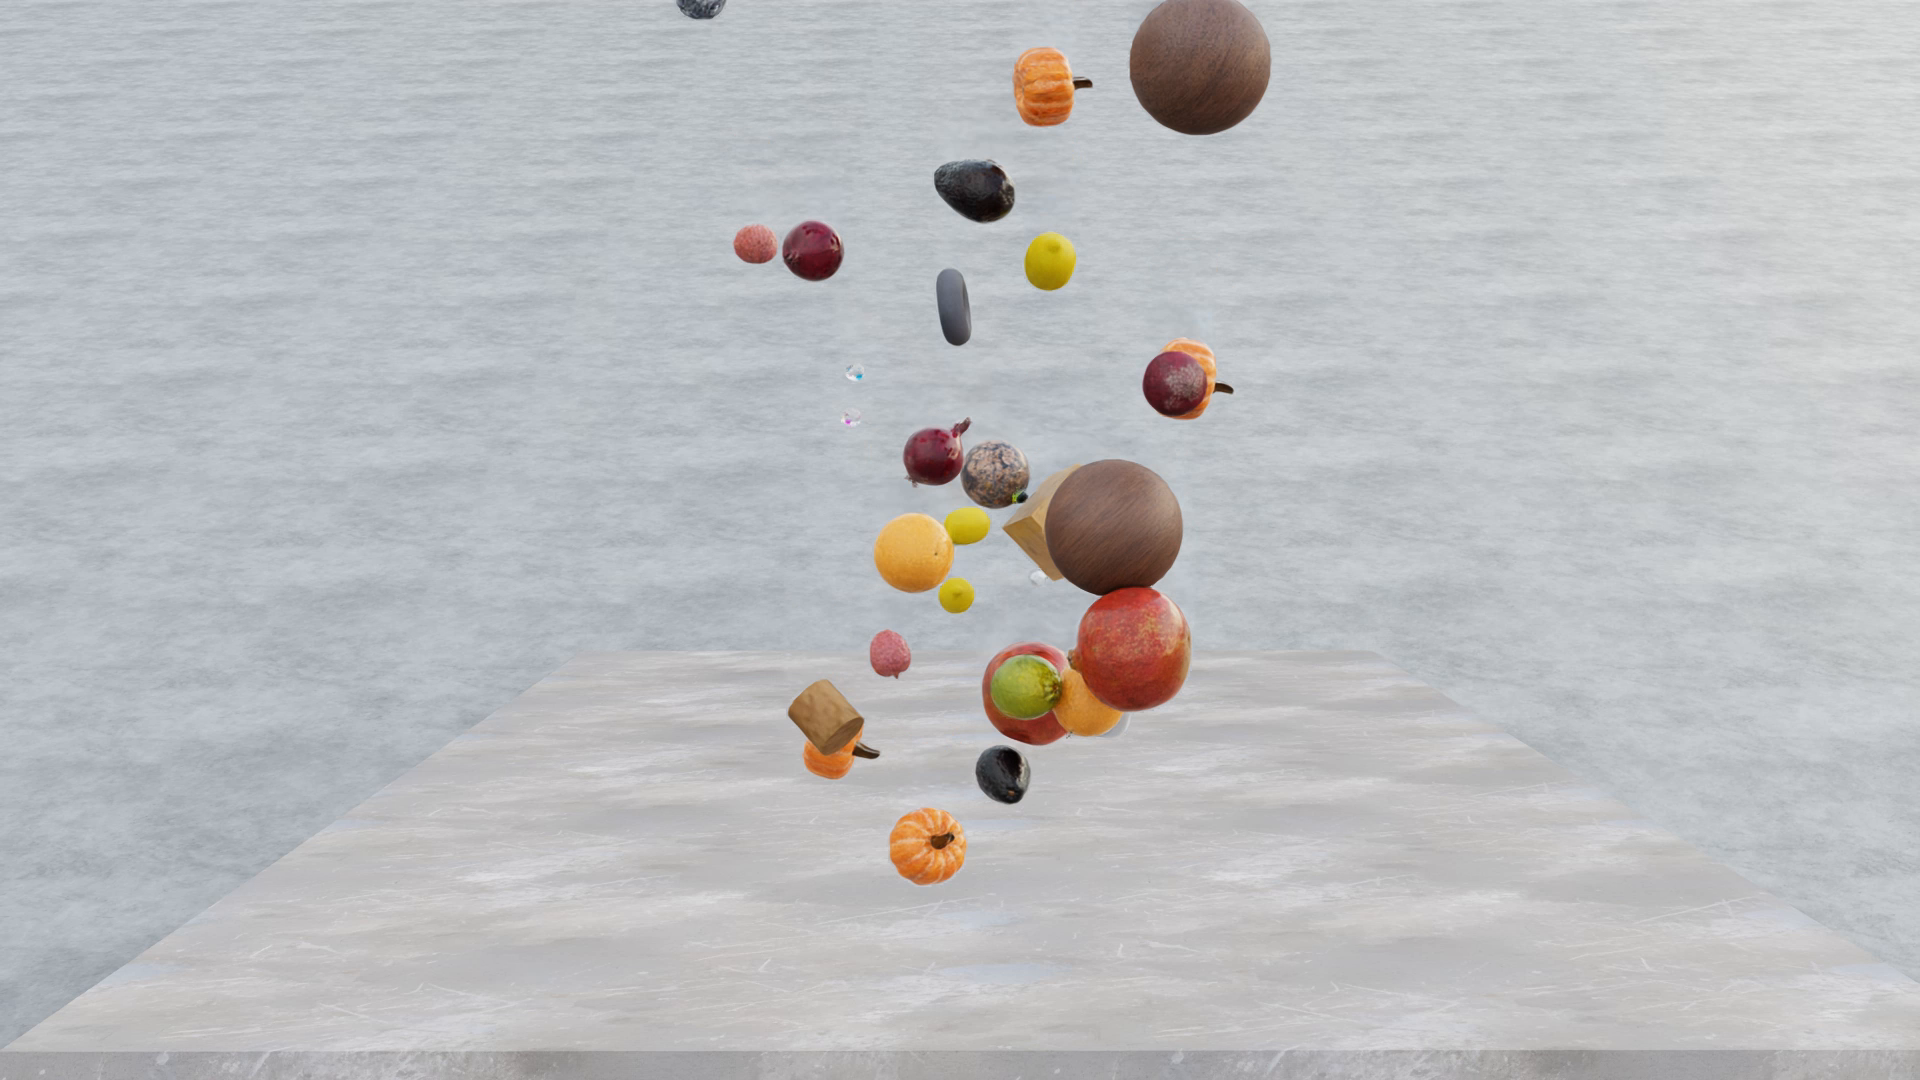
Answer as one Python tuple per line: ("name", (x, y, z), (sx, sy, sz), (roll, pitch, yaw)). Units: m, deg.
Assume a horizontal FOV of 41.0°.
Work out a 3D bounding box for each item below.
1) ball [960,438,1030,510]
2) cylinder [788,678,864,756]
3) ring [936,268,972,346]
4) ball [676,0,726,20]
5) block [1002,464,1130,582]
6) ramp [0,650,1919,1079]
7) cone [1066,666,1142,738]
("ball", (0.038, -0.072, 2.795), (0.077, 0.077, 0.077), (0, 21, 0))
("cylinder", (-0.134, 0.178, 2.575), (0.054, 0.054, 0.054), (-23, 61, -45))
("ring", (-0.006, -0.230, 2.534), (0.026, 0.077, 0.077), (-8, 20, 7))
("ball", (-0.248, -0.523, 2.459), (0.050, 0.050, 0.050), (0, 21, 0))
("block", (0.114, -0.019, 2.773), (0.082, 0.082, 0.082), (-48, 9, -21))
("ramp", (0.049, 0.442, 4.532), (2.000, 0.100, 4.000), (0, 3, 0))
("cone", (0.158, 0.144, 2.552), (0.078, 0.078, 0.078), (20, 49, -24))
